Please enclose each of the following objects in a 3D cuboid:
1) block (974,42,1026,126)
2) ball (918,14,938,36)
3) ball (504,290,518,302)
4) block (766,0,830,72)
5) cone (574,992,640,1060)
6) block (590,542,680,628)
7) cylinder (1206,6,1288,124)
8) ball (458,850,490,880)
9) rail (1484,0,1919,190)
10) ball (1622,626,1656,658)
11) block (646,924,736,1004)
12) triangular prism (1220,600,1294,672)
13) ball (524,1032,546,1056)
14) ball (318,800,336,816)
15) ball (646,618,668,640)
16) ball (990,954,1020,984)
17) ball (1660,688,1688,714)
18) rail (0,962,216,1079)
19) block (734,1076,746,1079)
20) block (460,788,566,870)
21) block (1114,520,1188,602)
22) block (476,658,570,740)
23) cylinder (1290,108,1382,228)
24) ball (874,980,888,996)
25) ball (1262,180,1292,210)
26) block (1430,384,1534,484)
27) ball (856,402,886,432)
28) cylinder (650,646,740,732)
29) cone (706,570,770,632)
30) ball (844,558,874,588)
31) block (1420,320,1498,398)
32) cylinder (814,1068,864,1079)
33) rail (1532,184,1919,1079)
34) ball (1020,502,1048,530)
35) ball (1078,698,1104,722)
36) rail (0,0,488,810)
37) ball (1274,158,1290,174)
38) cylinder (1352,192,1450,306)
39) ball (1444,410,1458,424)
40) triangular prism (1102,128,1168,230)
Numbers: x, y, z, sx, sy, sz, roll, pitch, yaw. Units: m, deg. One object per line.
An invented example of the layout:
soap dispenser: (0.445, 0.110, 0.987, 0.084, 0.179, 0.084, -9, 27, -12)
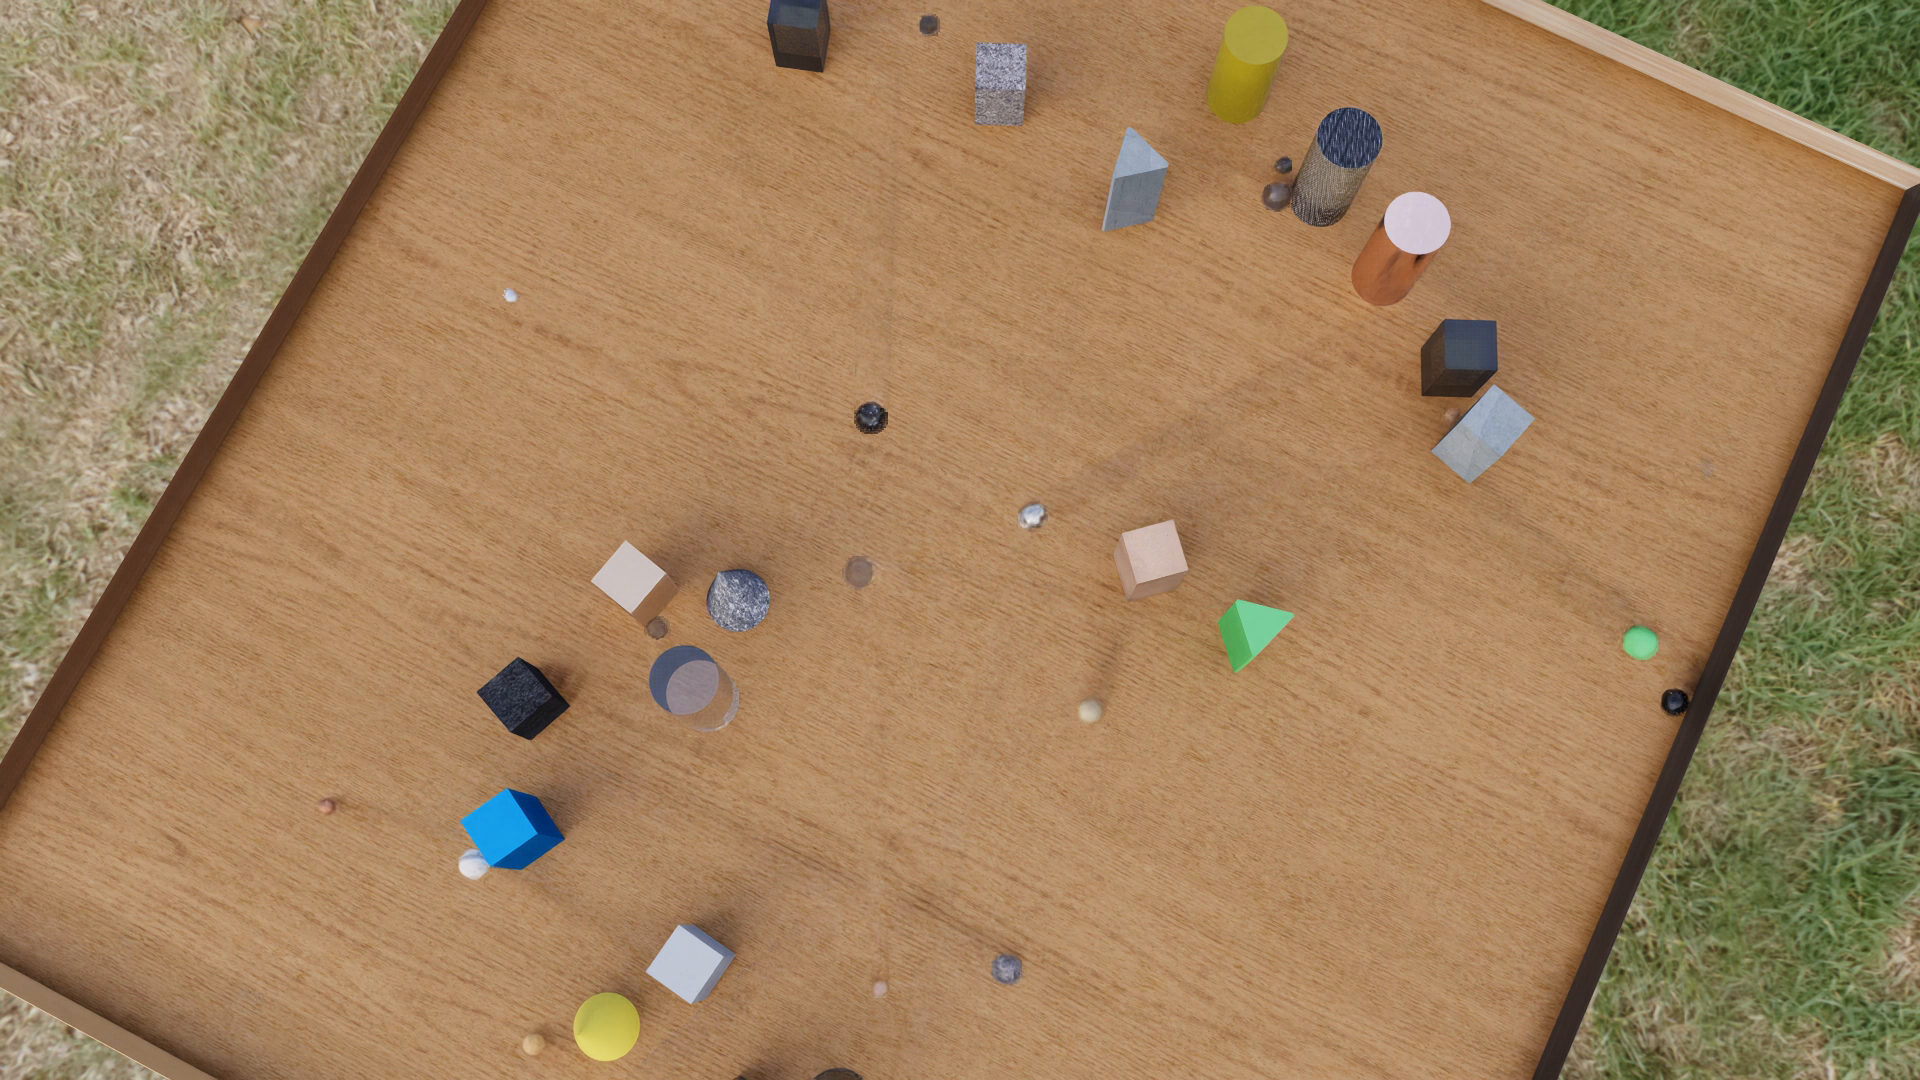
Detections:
block: (0.127, -1.435, 5.781, 0.155, 0.259, 0.155, 2, 78, 0)
ball: (-0.102, -1.667, 5.929, 0.064, 0.064, 0.064, 0, 78, 0)
ball: (-1.409, -0.765, 5.754, 0.040, 0.040, 0.040, 0, 78, 0)
block: (-0.508, -1.627, 5.803, 0.155, 0.293, 0.155, 8, 78, 2)
cone: (-1.026, 1.371, 5.120, 0.193, 0.417, 0.193, 0, 78, 0)
block: (-0.962, 0.135, 5.448, 0.155, 0.275, 0.155, 38, 81, 7)
cylinder: (0.891, -1.476, 5.710, 0.193, 0.414, 0.193, 0, 78, 0)
ball: (-1.425, 0.951, 5.375, 0.087, 0.087, 0.087, 0, 78, 0)
rail: (1.061, -2.071, 5.980, 4.416, 0.125, 0.045, 26, 80, 5)
ball: (2.041, 0.307, 5.504, 0.097, 0.097, 0.097, 0, 78, 0)
block: (-0.763, 1.205, 5.219, 0.155, 0.290, 0.155, 34, 80, 7)
triangular prism: (0.838, 0.258, 5.381, 0.145, 0.357, 0.167, 44, 82, 8)
ball: (-1.226, 1.453, 5.283, 0.064, 0.064, 0.064, 0, 78, 0)
ball: (-1.874, 0.791, 5.428, 0.048, 0.048, 0.048, 0, 78, 0)
ball: (-0.913, 0.267, 5.529, 0.063, 0.063, 0.063, 0, 78, 0)
ball: (0.132, 1.245, 5.315, 0.085, 0.085, 0.085, 0, 78, 0)
ball: (2.136, 0.483, 5.476, 0.079, 0.079, 0.079, 0, 78, 0)
rail: (-1.061, 2.084, 5.120, 4.416, 0.125, 0.045, 26, 80, 5)
block: (-0.606, 1.620, 5.135, 0.155, 0.286, 0.155, 27, 80, 5)
block: (-1.278, 0.833, 5.258, 0.155, 0.364, 0.155, -35, 80, -7)
block: (0.563, 0.065, 5.442, 0.155, 0.314, 0.155, -15, 79, -3)
block: (-1.281, 0.469, 5.389, 0.155, 0.256, 0.155, -41, 81, -8)
cylinder: (1.146, -1.135, 5.614, 0.193, 0.464, 0.193, 0, 78, 0)
ball: (-0.231, 1.303, 5.325, 0.043, 0.043, 0.043, 0, 78, 0)
ball: (1.002, -1.090, 5.796, 0.091, 0.091, 0.091, 0, 78, 0)
block: (1.566, -0.314, 5.506, 0.155, 0.345, 0.155, 42, 81, 8)
ball: (-0.275, -0.379, 5.647, 0.094, 0.094, 0.094, 0, 78, 0)
cylinder: (-0.760, 0.434, 5.282, 0.193, 0.478, 0.193, 0, 78, 0)
cone: (-0.675, 0.136, 5.349, 0.193, 0.469, 0.193, 0, 78, 0)
ball: (-0.305, 0.099, 5.550, 0.091, 0.091, 0.091, 0, 78, 0)
block: (1.518, -0.551, 5.583, 0.155, 0.288, 0.155, 2, 78, 0)
cylinder: (-0.351, 1.581, 5.093, 0.193, 0.384, 0.193, 0, 78, 0)
rail: (1.954, 0.963, 5.352, 0.045, 0.125, 4.792, 26, 80, 5)
ball: (0.225, -0.074, 5.588, 0.086, 0.086, 0.086, 0, 78, 0)
ball: (0.390, 0.508, 5.473, 0.075, 0.075, 0.075, 0, 78, 0)
rail: (-1.954, -0.950, 5.748, 0.045, 0.125, 4.792, 26, 80, 5)
ball: (1.026, -1.191, 5.838, 0.050, 0.050, 0.050, 0, 78, 0)
cylinder: (1.332, -0.877, 5.562, 0.193, 0.462, 0.193, 0, 78, 0)
ball: (1.521, -0.383, 5.673, 0.044, 0.044, 0.044, 0, 78, 0)
triangular prism: (0.518, -1.113, 5.629, 0.167, 0.427, 0.145, -13, 79, -3)
